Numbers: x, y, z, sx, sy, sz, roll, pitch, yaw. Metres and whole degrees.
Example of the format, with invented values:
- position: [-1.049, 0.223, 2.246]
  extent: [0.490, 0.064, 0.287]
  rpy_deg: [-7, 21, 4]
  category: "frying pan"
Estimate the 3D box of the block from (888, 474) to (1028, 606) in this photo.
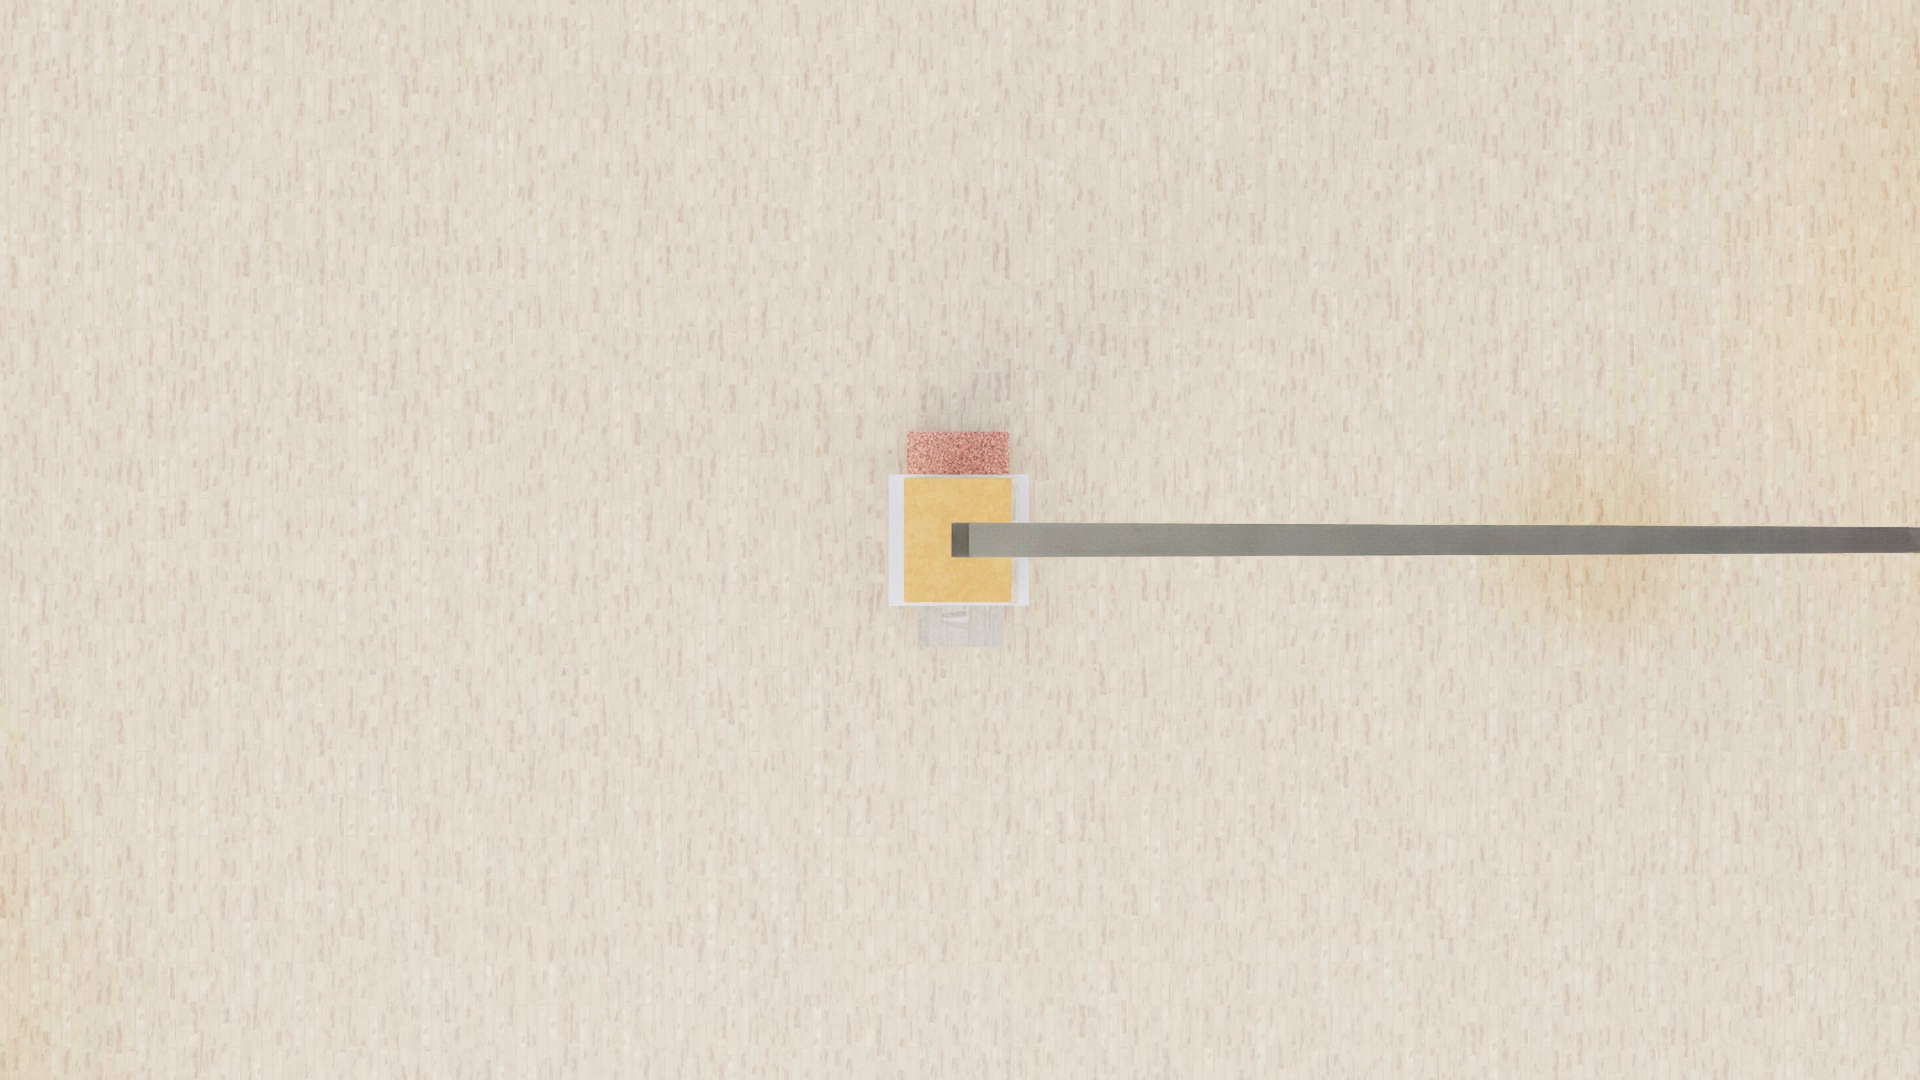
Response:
- position: [-0.006, 0.000, 11.016]
  extent: [0.682, 0.561, 0.640]
  rpy_deg: [0, 90, 0]
  category: "block"

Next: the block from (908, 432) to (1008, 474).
- position: [-0.011, -0.279, 12.671]
  extent: [0.572, 0.658, 0.658]
  rpy_deg: [0, 90, 0]
  category: "block"

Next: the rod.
- position: [2.234, 0.000, 6.353]
  extent: [5.200, 0.080, 0.080]
  rpy_deg: [0, 90, -31]
  category: "rod"

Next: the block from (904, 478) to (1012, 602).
- position: [-0.011, 0.000, 9.970]
  extent: [0.474, 0.529, 0.549]
  rpy_deg: [0, 90, 0]
  category: "block"

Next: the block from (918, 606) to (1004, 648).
- position: [0.002, 0.334, 12.740]
  extent: [0.489, 0.521, 0.547]
  rpy_deg: [0, 90, 0]
  category: "block"

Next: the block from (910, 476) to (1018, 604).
- position: [0.018, 0.000, 10.485]
  extent: [0.506, 0.502, 0.590]
  rpy_deg: [0, 90, 0]
  category: "block"
